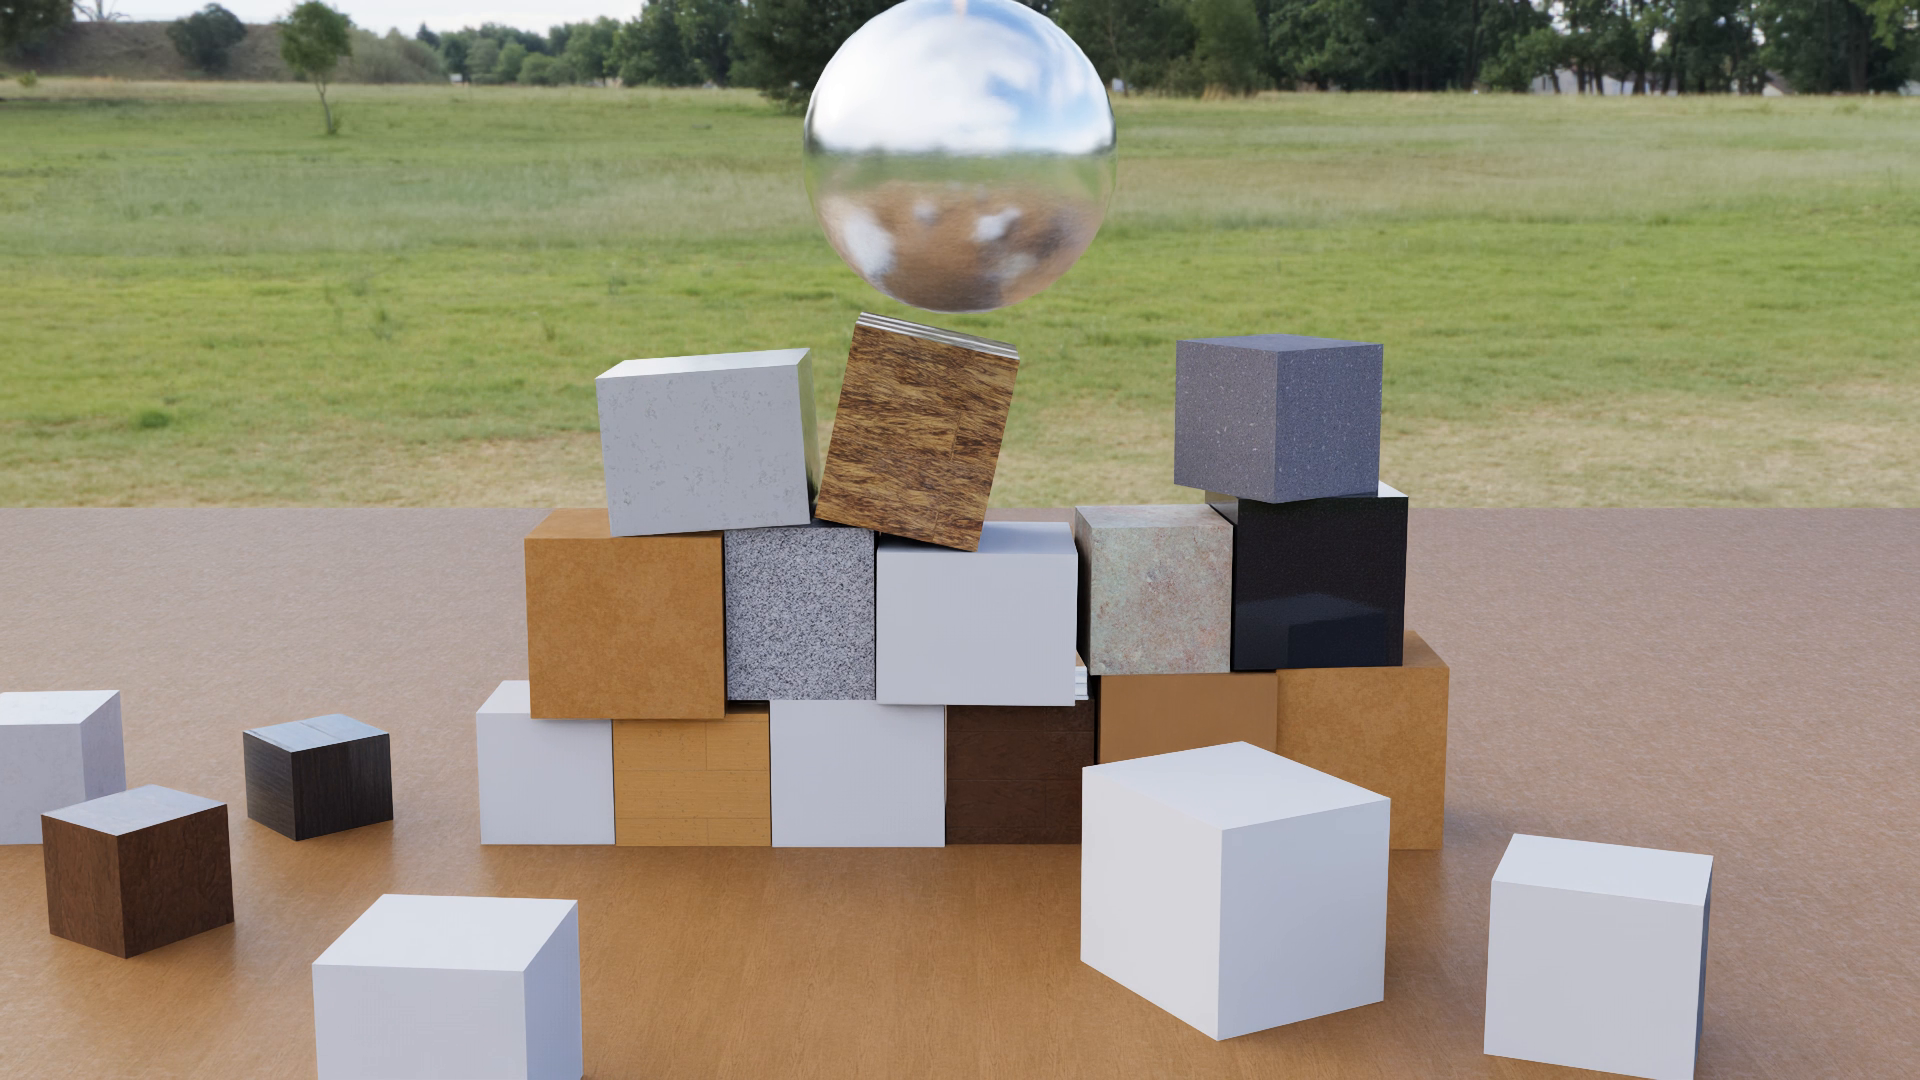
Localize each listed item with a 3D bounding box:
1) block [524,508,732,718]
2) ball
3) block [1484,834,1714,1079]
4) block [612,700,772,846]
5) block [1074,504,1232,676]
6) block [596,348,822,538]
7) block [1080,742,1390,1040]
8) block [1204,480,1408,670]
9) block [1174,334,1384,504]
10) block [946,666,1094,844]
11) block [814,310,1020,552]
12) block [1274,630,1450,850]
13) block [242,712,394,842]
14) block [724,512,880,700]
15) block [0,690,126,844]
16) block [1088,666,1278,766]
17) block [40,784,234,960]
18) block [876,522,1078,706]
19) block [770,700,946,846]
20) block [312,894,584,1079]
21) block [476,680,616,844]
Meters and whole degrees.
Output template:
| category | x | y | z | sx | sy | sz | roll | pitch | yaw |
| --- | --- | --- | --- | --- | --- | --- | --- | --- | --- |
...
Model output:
| category | x | y | z | sx | sy | sz | roll | pitch | yaw |
| --- | --- | --- | --- | --- | --- | --- | --- | --- | --- |
| block | -1.645 | 0.358 | 11.232 | 0.958 | 0.906 | 0.892 | 0 | 10 | 0 |
| ball | 0.000 | -1.941 | 11.081 | 1.600 | 1.600 | 1.600 | 0 | 10 | 0 |
| block | 2.514 | 1.627 | 8.644 | 0.774 | 0.706 | 0.624 | 4 | 11 | 21 |
| block | -1.344 | 1.138 | 11.391 | 0.779 | 0.686 | 0.750 | 0 | 10 | 0 |
| block | 0.963 | 0.240 | 11.106 | 0.693 | 0.736 | 0.658 | -1 | 10 | -4 |
| block | -1.241 | -0.508 | 11.094 | 0.977 | 0.780 | 0.878 | -4 | 10 | 1 |
| block | 1.137 | 1.437 | 9.237 | 0.844 | 0.867 | 0.999 | -6 | 12 | -29 |
| block | 1.736 | 0.142 | 11.185 | 0.846 | 0.851 | 0.809 | -1 | 10 | -5 |
| block | 1.582 | -0.623 | 10.973 | 0.702 | 0.729 | 0.739 | -7 | 12 | -34 |
| block | 0.302 | 1.105 | 11.386 | 0.741 | 0.753 | 0.701 | 0 | 10 | 0 |
| block | -0.211 | -0.561 | 11.046 | 0.810 | 0.963 | 0.817 | 12 | 10 | -2 |
| block | 1.991 | 1.016 | 11.366 | 0.857 | 0.934 | 0.844 | 0 | 10 | 0 |
| block | -3.354 | 1.230 | 11.493 | 0.545 | 0.468 | 0.554 | -9 | 14 | -42 |
| block | -0.789 | 0.297 | 11.250 | 0.733 | 0.870 | 0.789 | 0 | 10 | 0 |
| block | -4.740 | 1.170 | 11.391 | 0.601 | 0.623 | 0.677 | -1 | 10 | -5 |
| block | 1.118 | 1.036 | 11.323 | 0.869 | 0.910 | 0.893 | 0 | 10 | -1 |
| block | -3.691 | 1.477 | 9.884 | 0.551 | 0.558 | 0.568 | 7 | 12 | 34 |
| block | 0.080 | 0.357 | 11.238 | 0.980 | 0.760 | 0.926 | 1 | 10 | 0 |
| block | -0.512 | 1.099 | 11.394 | 0.867 | 0.760 | 0.802 | 0 | 10 | 0 |
| block | -1.839 | 1.751 | 7.993 | 0.748 | 0.695 | 0.720 | 1 | 10 | 5 |
| block | -2.081 | 1.141 | 11.378 | 0.675 | 0.684 | 0.670 | 0 | 10 | 0 |
